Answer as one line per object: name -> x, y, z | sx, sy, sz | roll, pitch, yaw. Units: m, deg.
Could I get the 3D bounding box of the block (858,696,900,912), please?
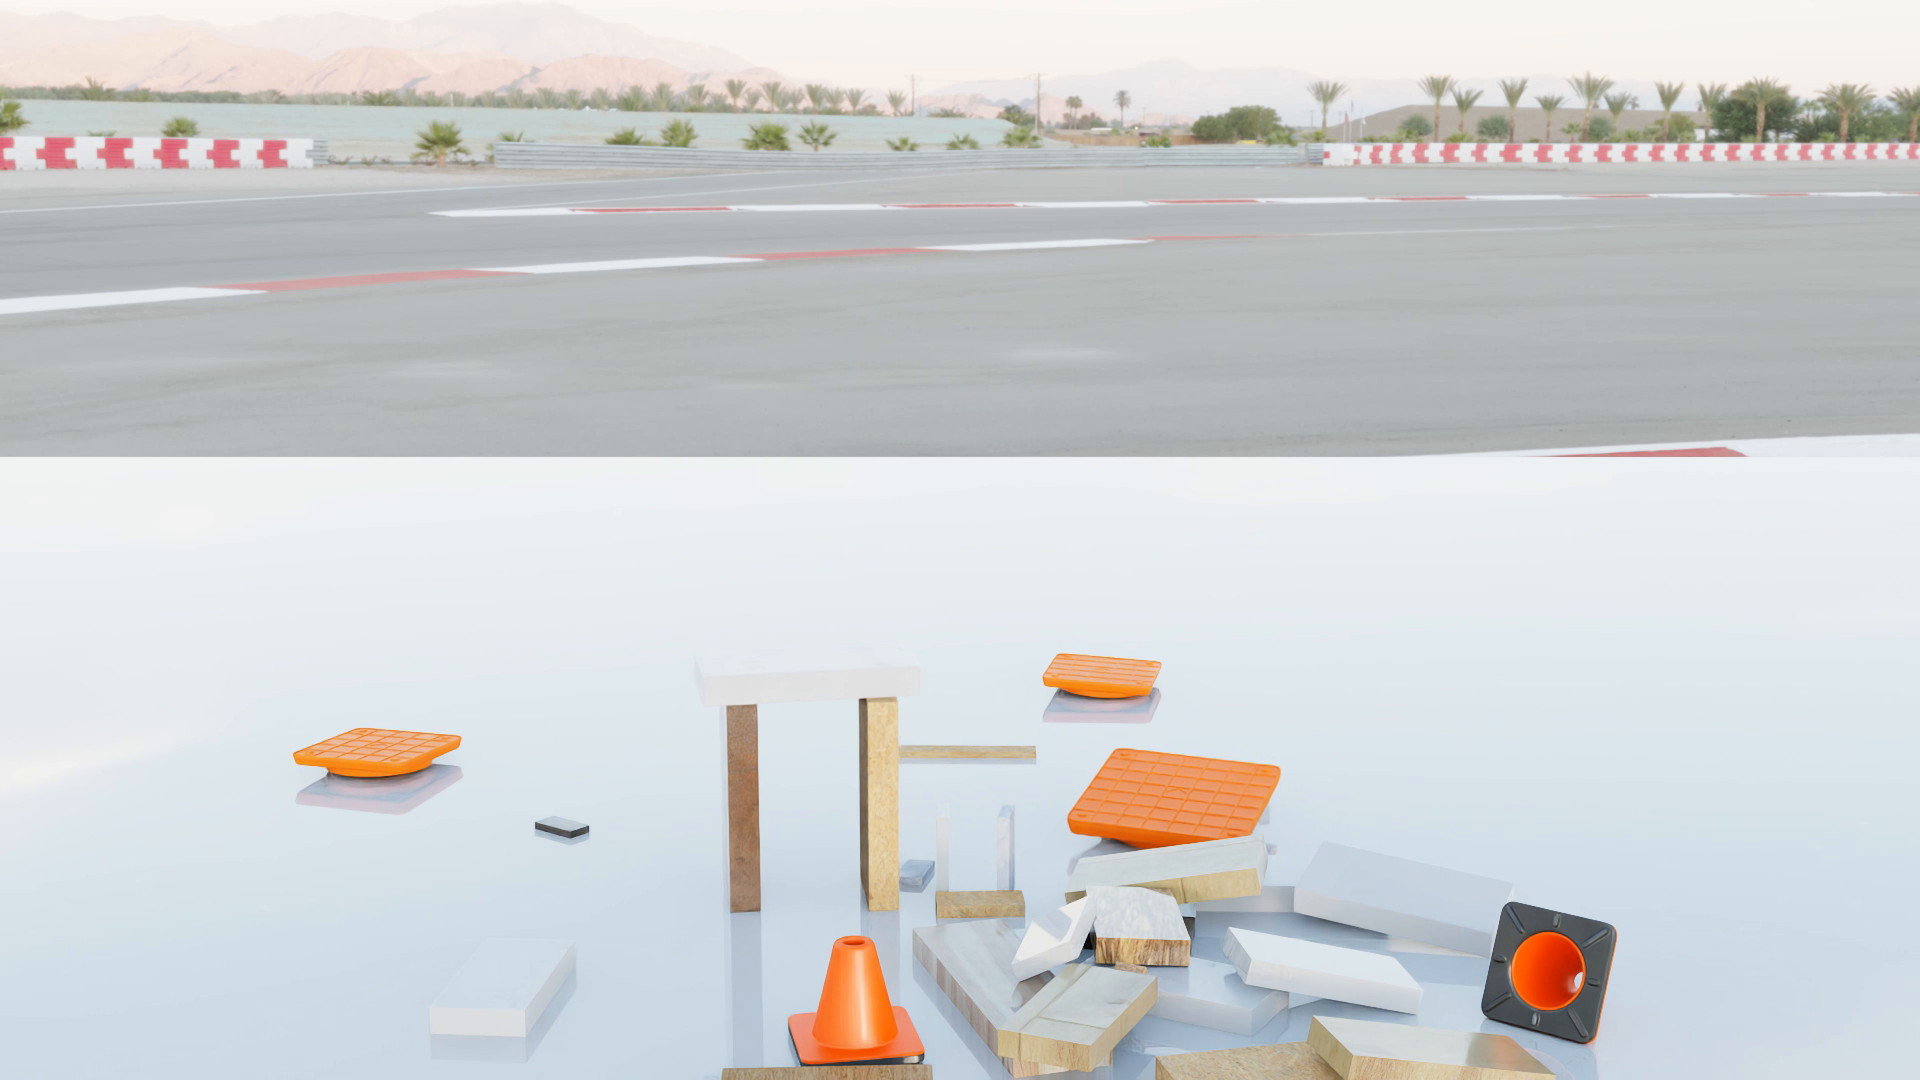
block -> -0.135, 0.417, 3.640 | 0.050, 0.351, 0.176 | -1, 11, -7

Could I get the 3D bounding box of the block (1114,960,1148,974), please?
block -> 0.232, 0.651, 3.159 | 0.045, 0.013, 0.091 | 6, 51, 29

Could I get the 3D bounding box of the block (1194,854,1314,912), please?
block -> 0.544, 0.570, 3.654 | 0.313, 0.044, 0.157 | 0, 11, 2

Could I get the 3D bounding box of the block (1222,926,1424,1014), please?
block -> 0.527, 0.627, 3.205 | 0.263, 0.037, 0.131 | 12, 9, -10

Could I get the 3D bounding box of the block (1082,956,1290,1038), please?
block -> 0.320, 0.654, 3.214 | 0.286, 0.041, 0.143 | 6, 12, 29

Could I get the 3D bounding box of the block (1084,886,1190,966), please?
block -> 0.268, 0.588, 3.367 | 0.138, 0.039, 0.275 | 2, 7, -1

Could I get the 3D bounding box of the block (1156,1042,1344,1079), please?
block -> 0.416, 0.713, 2.893 | 0.286, 0.041, 0.143 | -3, 11, -13

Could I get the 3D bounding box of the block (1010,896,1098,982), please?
block -> 0.141, 0.590, 3.261 | 0.097, 0.028, 0.194 | -25, 4, 15

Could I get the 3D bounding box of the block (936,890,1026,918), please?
block -> 0.033, 0.594, 3.590 | 0.143, 0.020, 0.072 | 0, 11, -3

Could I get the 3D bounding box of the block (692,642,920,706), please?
block -> -0.254, 0.219, 3.610 | 0.351, 0.050, 0.175 | -2, 11, -12

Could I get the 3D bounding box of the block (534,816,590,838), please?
block -> -0.724, 0.522, 3.999 | 0.094, 0.013, 0.047 | 8, 13, 37

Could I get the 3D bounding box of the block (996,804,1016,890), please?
block -> 0.077, 0.520, 3.655 | 0.020, 0.143, 0.072 | 2, 11, 9

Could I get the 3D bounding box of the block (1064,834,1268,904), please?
block -> 0.338, 0.547, 3.586 | 0.313, 0.044, 0.157 | -10, 10, 14

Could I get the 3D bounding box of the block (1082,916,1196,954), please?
block -> 0.268, 0.616, 3.453 | 0.194, 0.028, 0.097 | 2, 11, 10

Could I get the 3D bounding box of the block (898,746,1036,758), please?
block -> -0.005, 0.432, 4.486 | 0.321, 0.013, 0.047 | 0, 11, 1

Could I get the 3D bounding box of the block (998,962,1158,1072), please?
block -> 0.165, 0.651, 3.016 | 0.131, 0.037, 0.263 | 5, 11, 24

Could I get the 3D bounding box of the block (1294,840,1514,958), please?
block -> 0.706, 0.569, 3.500 | 0.313, 0.044, 0.157 | 10, 26, 23

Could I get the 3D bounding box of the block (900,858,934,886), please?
block -> -0.077, 0.567, 3.755 | 0.047, 0.013, 0.094 | 2, 11, 13

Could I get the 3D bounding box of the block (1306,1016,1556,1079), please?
block -> 0.621, 0.684, 2.902 | 0.294, 0.037, 0.131 | 9, 8, -16

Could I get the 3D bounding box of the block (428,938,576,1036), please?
block -> -0.667, 0.653, 3.225 | 0.138, 0.039, 0.275 | 1, 11, 5

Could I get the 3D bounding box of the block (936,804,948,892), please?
block -> -0.029, 0.519, 3.659 | 0.020, 0.143, 0.072 | 0, 11, 0

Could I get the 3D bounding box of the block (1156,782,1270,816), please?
block -> 0.476, 0.488, 4.142 | 0.194, 0.028, 0.097 | -2, 11, -11

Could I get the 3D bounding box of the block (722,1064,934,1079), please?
block -> -0.171, 0.725, 2.834 | 0.275, 0.039, 0.138 | 0, 11, -3

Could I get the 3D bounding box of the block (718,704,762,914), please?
block -> -0.365, 0.418, 3.635 | 0.050, 0.351, 0.176 | -2, 11, -10

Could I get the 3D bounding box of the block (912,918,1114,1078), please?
block -> 0.067, 0.657, 3.196 | 0.143, 0.041, 0.480 | -3, 11, -17
